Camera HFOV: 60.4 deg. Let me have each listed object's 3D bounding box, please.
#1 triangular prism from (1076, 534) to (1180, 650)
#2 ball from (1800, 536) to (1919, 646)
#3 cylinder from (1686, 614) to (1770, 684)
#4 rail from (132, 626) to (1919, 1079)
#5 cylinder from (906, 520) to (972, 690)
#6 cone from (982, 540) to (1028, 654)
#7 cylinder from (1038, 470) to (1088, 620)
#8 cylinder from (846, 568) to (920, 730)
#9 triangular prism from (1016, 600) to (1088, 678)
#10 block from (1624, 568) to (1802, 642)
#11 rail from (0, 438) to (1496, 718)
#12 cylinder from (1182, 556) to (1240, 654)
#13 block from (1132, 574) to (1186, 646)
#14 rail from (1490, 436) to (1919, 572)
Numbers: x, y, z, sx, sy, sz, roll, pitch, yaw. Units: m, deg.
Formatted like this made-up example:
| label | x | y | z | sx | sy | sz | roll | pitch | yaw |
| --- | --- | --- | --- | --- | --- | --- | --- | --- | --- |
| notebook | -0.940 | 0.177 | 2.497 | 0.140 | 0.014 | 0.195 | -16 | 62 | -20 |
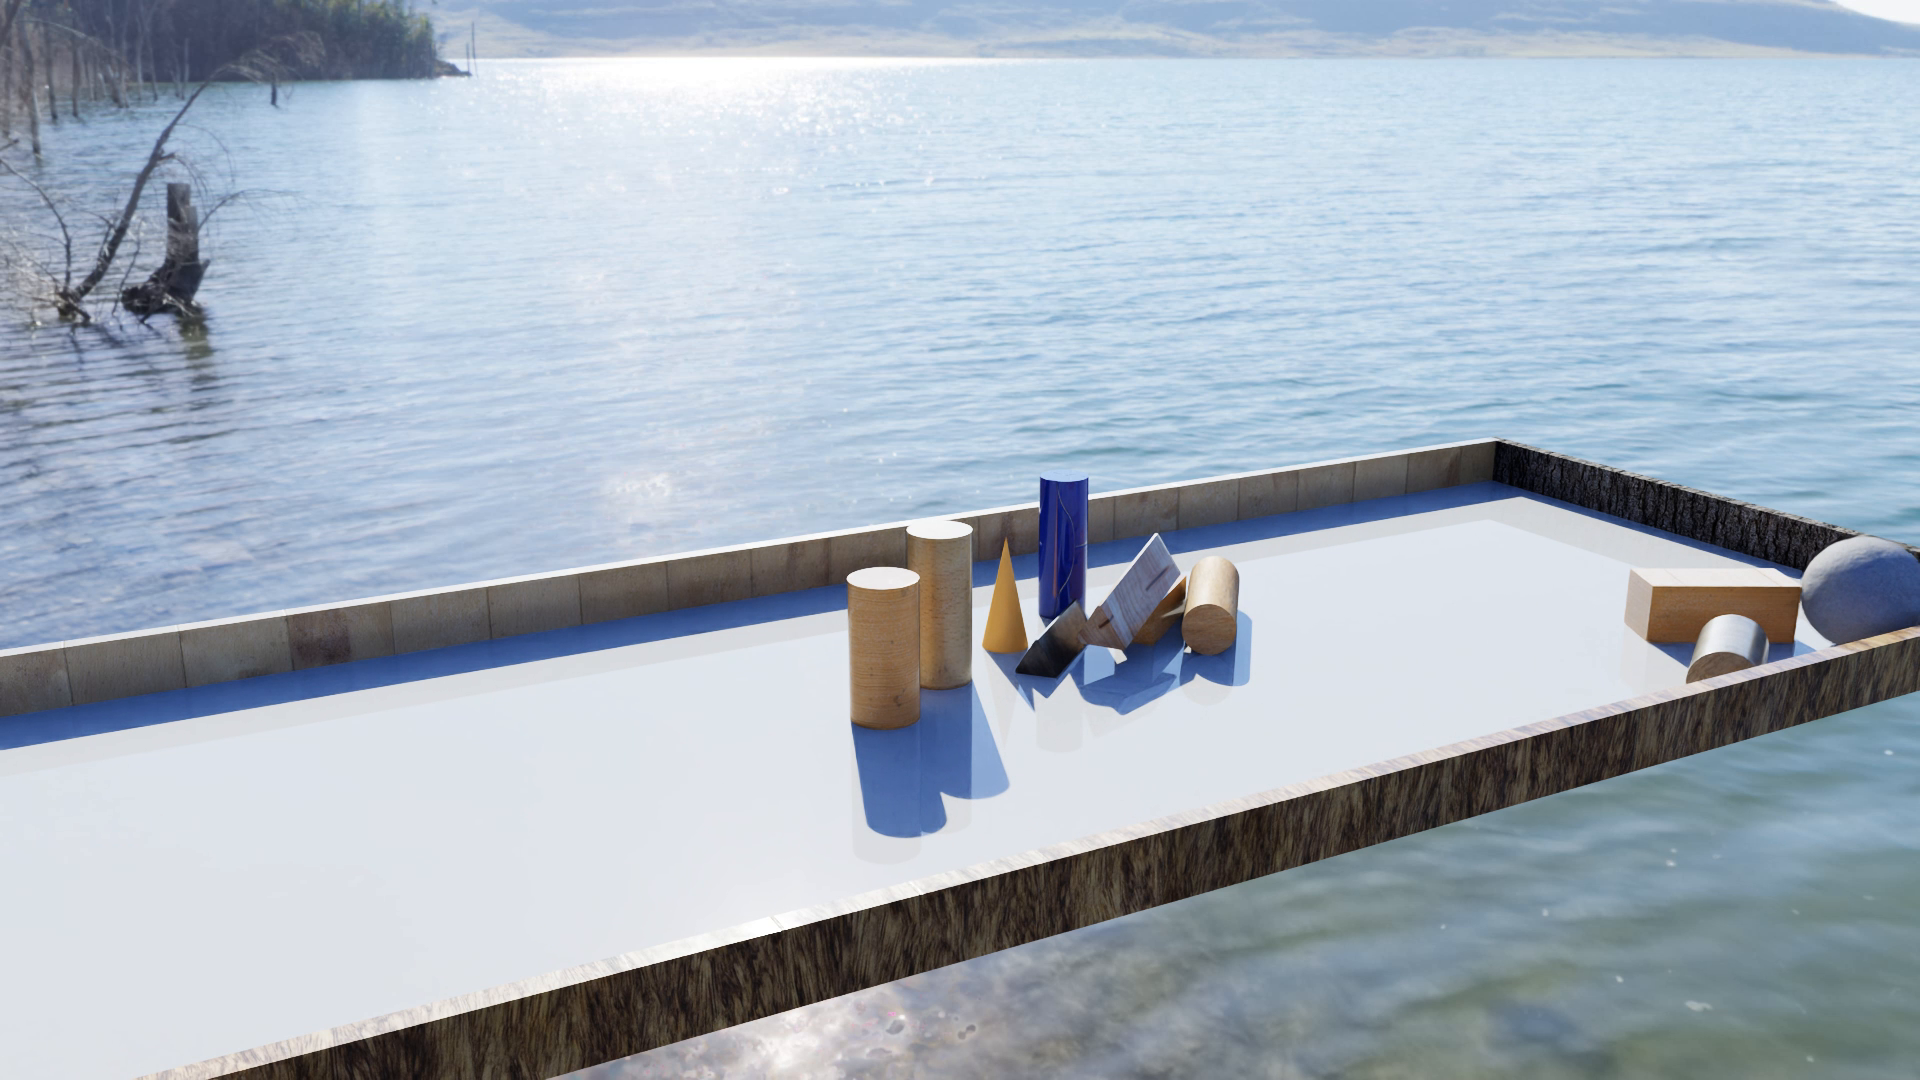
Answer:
| label | x | y | z | sx | sy | sz | roll | pitch | yaw |
| --- | --- | --- | --- | --- | --- | --- | --- | --- | --- |
| triangular prism | 0.447 | 0.125 | 4.347 | 0.135 | 0.117 | 0.421 | 9 | 30 | 25 |
| ball | 2.379 | 0.142 | 4.339 | 0.301 | 0.301 | 0.301 | 0 | 16 | 0 |
| cylinder | 1.875 | 0.305 | 4.025 | 0.165 | 0.165 | 0.304 | 8 | 18 | 27 |
| rail | -2.336 | 1.006 | 1.665 | 12.000 | 0.150 | 0.050 | -9 | 18 | -27 |
| cylinder | -0.050 | 0.162 | 4.109 | 0.162 | 0.391 | 0.162 | 0 | 16 | 0 |
| cone | 0.120 | 0.135 | 4.358 | 0.125 | 0.302 | 0.125 | 0 | 16 | 0 |
| cylinder | 0.287 | 0.013 | 4.602 | 0.136 | 0.399 | 0.136 | 0 | 16 | 0 |
| cylinder | -0.178 | 0.254 | 3.877 | 0.168 | 0.346 | 0.168 | 0 | 16 | 0 |
| triangular prism | 0.253 | 0.250 | 4.326 | 0.110 | 0.095 | 0.348 | 6 | 18 | 19 |
| block | 2.037 | 0.176 | 4.475 | 0.395 | 0.158 | 0.158 | 0 | 16 | 0 |
| rail | -3.305 | 0.497 | 3.399 | 12.000 | 0.150 | 0.050 | -9 | 18 | -27 |
| cylinder | 0.689 | 0.174 | 4.512 | 0.142 | 0.142 | 0.433 | 3 | 17 | 10 |
| block | 0.527 | 0.184 | 4.538 | 0.107 | 0.107 | 0.311 | 7 | 18 | 22 |
| rail | 2.466 | -0.048 | 5.253 | 0.050 | 0.150 | 2.100 | -9 | 18 | -27 |
